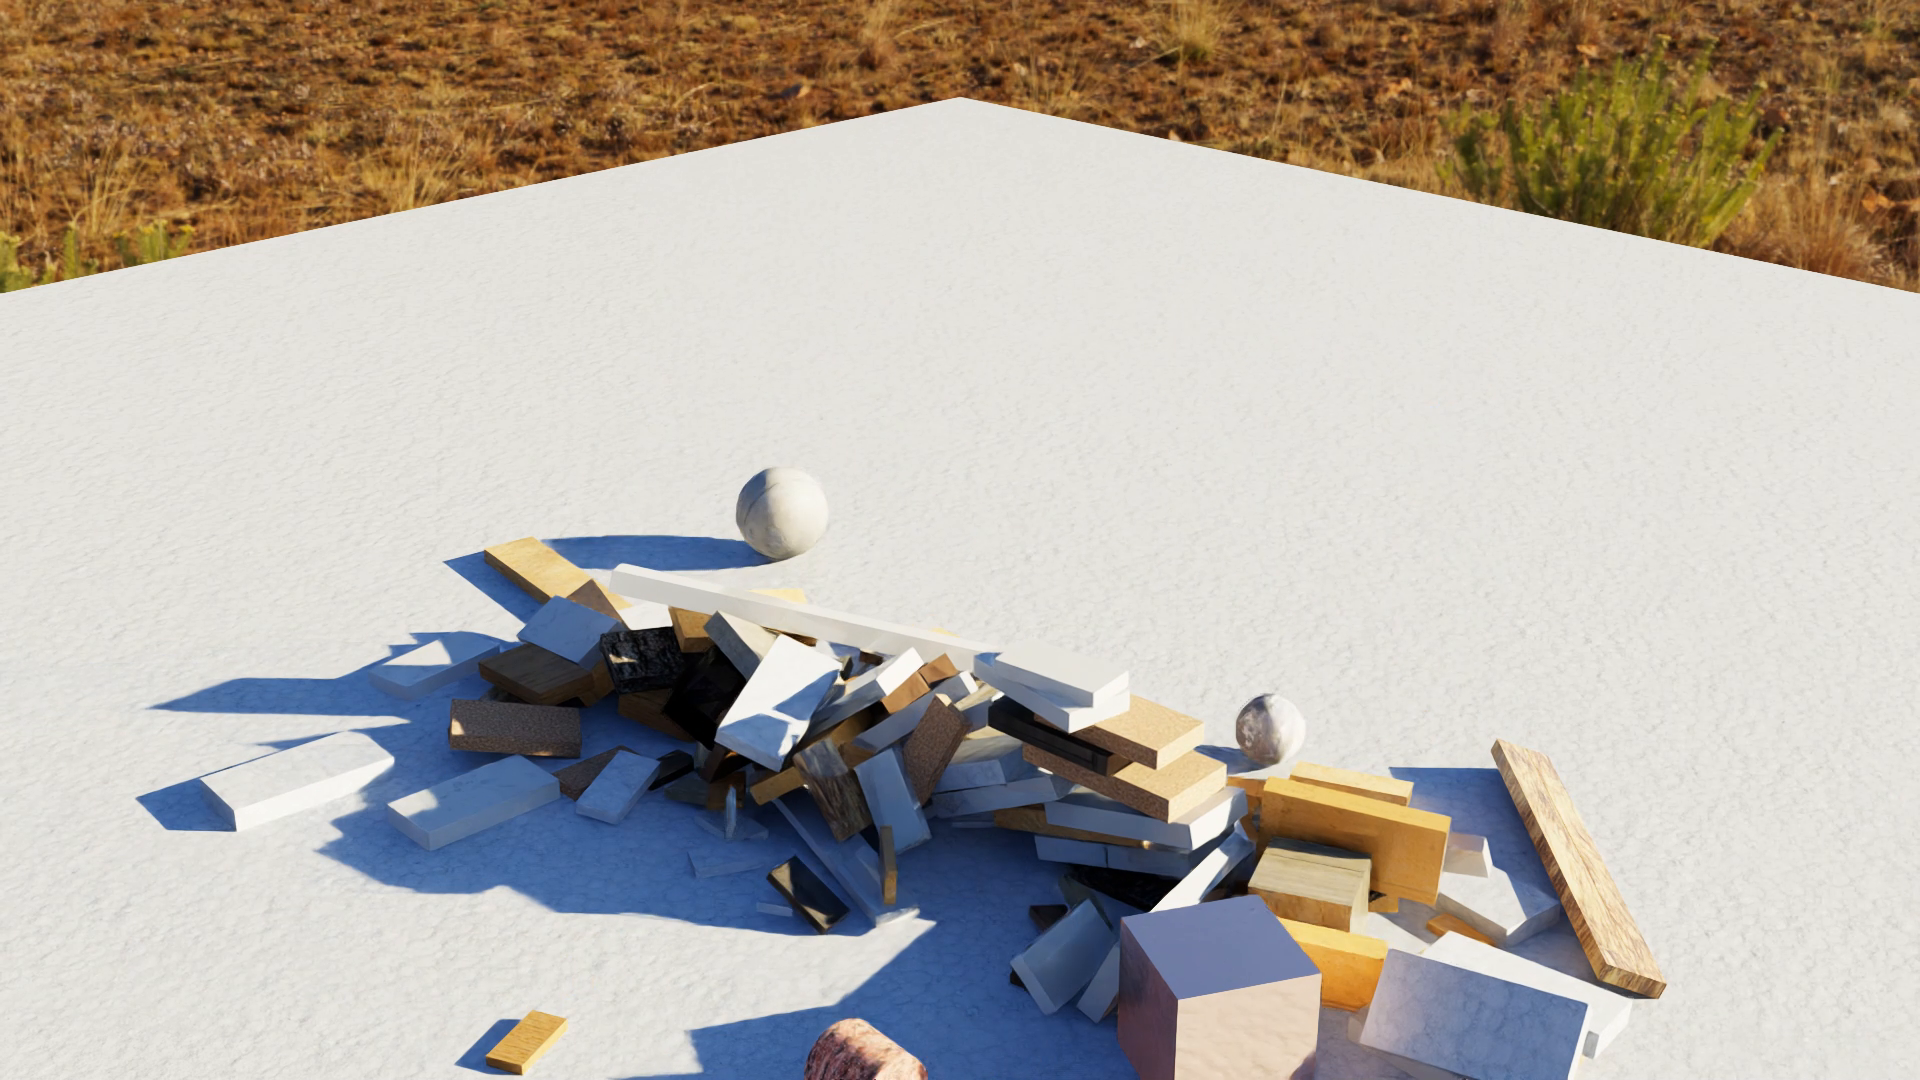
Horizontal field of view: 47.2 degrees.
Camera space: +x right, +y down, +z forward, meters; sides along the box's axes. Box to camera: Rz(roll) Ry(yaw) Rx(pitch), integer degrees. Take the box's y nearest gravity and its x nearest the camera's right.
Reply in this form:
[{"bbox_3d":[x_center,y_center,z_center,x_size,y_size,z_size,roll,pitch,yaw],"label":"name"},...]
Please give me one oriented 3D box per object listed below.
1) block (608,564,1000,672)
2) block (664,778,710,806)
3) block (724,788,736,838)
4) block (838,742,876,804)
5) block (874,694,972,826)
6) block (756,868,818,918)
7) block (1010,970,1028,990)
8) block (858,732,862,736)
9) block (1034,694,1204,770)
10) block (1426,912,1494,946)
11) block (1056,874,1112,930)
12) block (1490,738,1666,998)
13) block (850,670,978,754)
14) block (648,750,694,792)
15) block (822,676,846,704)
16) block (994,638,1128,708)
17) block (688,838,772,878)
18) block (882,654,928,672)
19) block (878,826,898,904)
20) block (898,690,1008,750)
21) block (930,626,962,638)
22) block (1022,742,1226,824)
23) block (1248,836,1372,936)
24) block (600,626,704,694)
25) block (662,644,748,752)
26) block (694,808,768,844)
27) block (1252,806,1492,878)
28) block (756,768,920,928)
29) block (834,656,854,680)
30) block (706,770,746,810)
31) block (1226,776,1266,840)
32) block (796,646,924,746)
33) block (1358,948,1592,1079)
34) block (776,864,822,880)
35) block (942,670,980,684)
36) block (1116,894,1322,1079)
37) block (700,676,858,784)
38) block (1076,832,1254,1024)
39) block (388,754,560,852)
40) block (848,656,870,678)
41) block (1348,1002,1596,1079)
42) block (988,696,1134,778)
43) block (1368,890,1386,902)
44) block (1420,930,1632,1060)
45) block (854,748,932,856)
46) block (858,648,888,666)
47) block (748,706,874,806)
[{"bbox_3d":[-0.308,0.181,4.813,0.910,0.049,0.173,13,4,-3],"label":"block"},{"bbox_3d":[-0.529,0.515,4.492,0.137,0.019,0.068,5,19,33],"label":"block"},{"bbox_3d":[-0.447,0.531,4.287,0.013,0.045,0.090,9,38,-13],"label":"block"},{"bbox_3d":[-0.208,0.486,4.371,0.076,0.021,0.151,23,54,-33],"label":"block"},{"bbox_3d":[-0.083,0.451,4.312,0.027,0.301,0.095,9,28,-45],"label":"block"},{"bbox_3d":[-0.327,0.664,4.170,0.071,0.020,0.142,7,24,16],"label":"block"},{"bbox_3d":[0.158,0.763,3.936,0.069,0.020,0.139,16,28,32],"label":"block"},{"bbox_3d":[-0.260,0.379,4.832,0.095,0.027,0.190,0,23,1],"label":"block"},{"bbox_3d":[0.293,0.335,4.071,0.287,0.041,0.144,20,30,37],"label":"block"},{"bbox_3d":[0.918,0.725,4.033,0.054,0.015,0.116,-14,27,-33],"label":"block"},{"bbox_3d":[0.232,0.678,4.091,0.069,0.020,0.139,28,13,-24],"label":"block"},{"bbox_3d":[1.174,0.610,4.228,0.119,0.034,0.831,19,22,-8],"label":"block"},{"bbox_3d":[-0.121,0.378,4.523,0.330,0.047,0.165,-32,-4,5],"label":"block"},{"bbox_3d":[-0.618,0.481,4.602,0.068,0.019,0.137,19,29,37],"label":"block"},{"bbox_3d":[-0.322,0.346,4.519,0.095,0.027,0.190,-31,5,38],"label":"block"},{"bbox_3d":[0.187,0.246,4.083,0.225,0.032,0.112,17,29,34],"label":"block"},{"bbox_3d":[-0.449,0.619,4.275,0.148,0.021,0.074,-7,24,-17],"label":"block"},{"bbox_3d":[-0.089,0.265,4.975,0.091,0.026,0.182,22,27,25],"label":"block"},{"bbox_3d":[-0.136,0.611,4.142,0.021,0.076,0.151,1,26,-7],"label":"block"},{"bbox_3d":[0.033,0.349,4.391,0.165,0.047,0.330,-25,-3,-40],"label":"block"},{"bbox_3d":[-0.061,0.237,4.991,0.067,0.019,0.134,23,28,25],"label":"block"},{"bbox_3d":[0.304,0.414,4.104,0.346,0.049,0.173,20,31,38],"label":"block"},{"bbox_3d":[0.624,0.671,3.944,0.184,0.184,0.184,9,24,19],"label":"block"},{"bbox_3d":[-0.622,0.255,4.833,0.307,0.043,0.153,-6,40,-24],"label":"block"},{"bbox_3d":[-0.507,0.329,4.680,0.152,0.152,0.152,42,33,-14],"label":"block"},{"bbox_3d":[-0.457,0.570,4.390,0.074,0.021,0.148,-19,29,-37],"label":"block"},{"bbox_3d":[0.766,0.562,4.098,0.429,0.113,0.032,5,60,23],"label":"block"},{"bbox_3d":[-0.245,0.587,4.300,0.091,0.026,0.553,-11,29,-26],"label":"block"},{"bbox_3d":[-0.337,0.308,4.922,0.186,0.026,0.093,-14,16,11],"label":"block"},{"bbox_3d":[-0.470,0.505,4.437,0.071,0.020,0.142,-3,18,-2],"label":"block"},{"bbox_3d":[0.594,0.527,4.210,0.119,0.238,0.034,4,60,25],"label":"block"},{"bbox_3d":[-0.218,0.320,4.477,0.297,0.041,0.144,-31,5,39],"label":"block"},{"bbox_3d":[0.838,0.793,3.580,0.335,0.047,0.167,12,69,29],"label":"block"},{"bbox_3d":[-0.303,0.639,4.127,0.090,0.013,0.045,17,39,-17],"label":"block"},{"bbox_3d":[0.122,0.330,4.831,0.346,0.049,0.173,17,6,37],"label":"block"},{"bbox_3d":[0.422,0.772,3.625,0.247,0.247,0.247,-7,24,-16],"label":"block"},{"bbox_3d":[-0.366,0.393,4.596,0.027,0.095,0.459,41,34,19],"label":"block"},{"bbox_3d":[0.372,0.686,3.924,0.047,0.167,0.448,38,37,17],"label":"block"},{"bbox_3d":[-0.984,0.529,4.458,0.307,0.043,0.153,-21,30,-40],"label":"block"},{"bbox_3d":[-0.303,0.344,4.862,0.050,0.014,0.387,9,25,21],"label":"block"},{"bbox_3d":[0.946,0.907,3.564,0.164,0.046,0.673,-19,30,-38],"label":"block"},{"bbox_3d":[0.208,0.353,4.131,0.287,0.041,0.144,20,31,38],"label":"block"},{"bbox_3d":[0.741,0.628,4.075,0.054,0.015,0.108,-20,35,-15],"label":"block"},{"bbox_3d":[0.936,0.758,3.683,0.328,0.046,0.164,18,20,31],"label":"block"},{"bbox_3d":[-0.131,0.512,4.295,0.095,0.190,0.027,-29,-17,25],"label":"block"},{"bbox_3d":[-0.119,0.271,5.015,0.203,0.027,0.095,15,25,11],"label":"block"},{"bbox_3d":[-0.298,0.430,4.444,0.144,0.041,0.288,-28,7,31],"label":"block"}]
